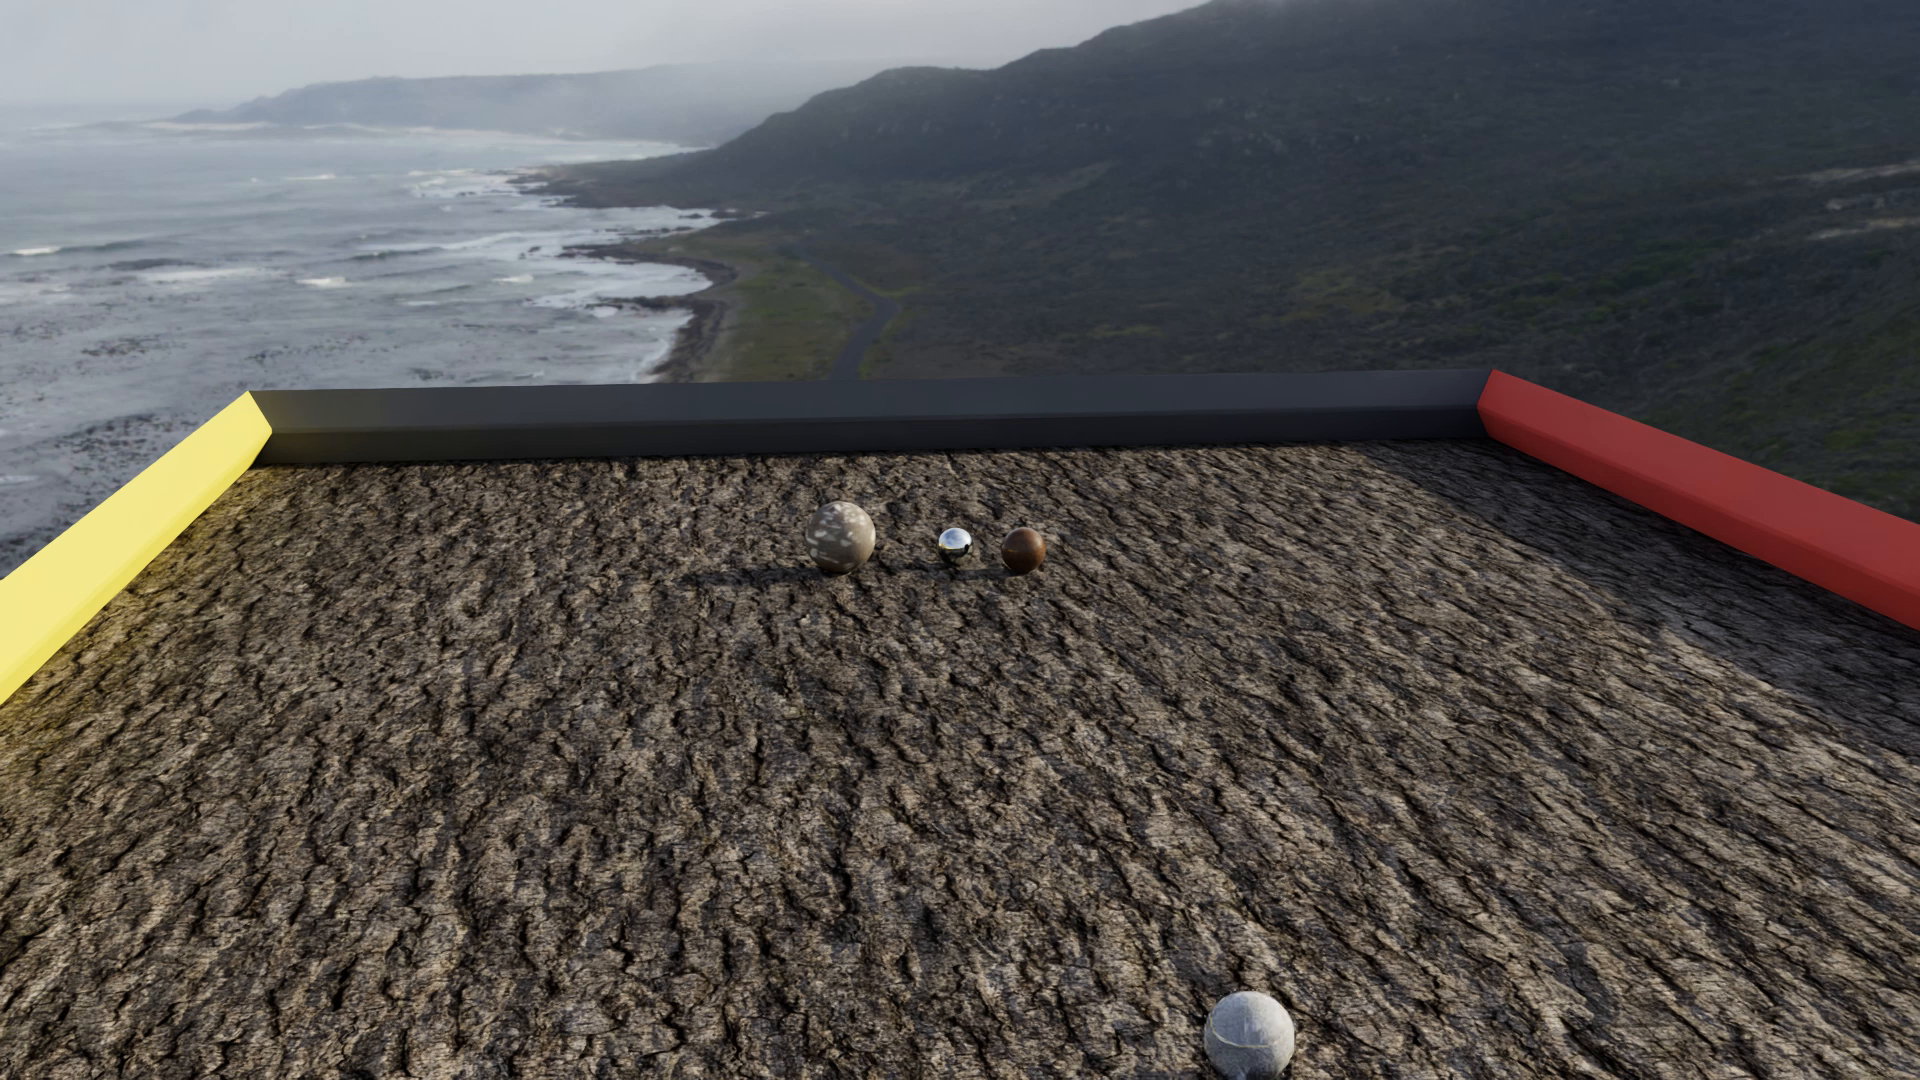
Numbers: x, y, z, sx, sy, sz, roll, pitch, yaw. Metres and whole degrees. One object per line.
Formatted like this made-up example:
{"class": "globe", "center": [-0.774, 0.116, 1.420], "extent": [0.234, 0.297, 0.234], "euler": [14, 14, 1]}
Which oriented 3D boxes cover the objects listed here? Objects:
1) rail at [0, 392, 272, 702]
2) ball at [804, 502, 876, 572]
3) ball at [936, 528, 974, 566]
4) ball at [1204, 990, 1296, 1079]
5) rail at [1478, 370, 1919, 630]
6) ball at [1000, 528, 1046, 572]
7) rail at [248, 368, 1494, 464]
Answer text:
{"class": "rail", "center": [-0.979, 0.201, 2.008], "extent": [0.045, 0.128, 3.832], "euler": [-2, 12, -7]}
{"class": "ball", "center": [-0.165, -0.004, 3.038], "extent": [0.099, 0.099, 0.099], "euler": [0, 12, 0]}
{"class": "ball", "center": [-0.006, 0.009, 3.083], "extent": [0.053, 0.053, 0.053], "euler": [0, 12, 0]}
{"class": "ball", "center": [0.199, 0.342, 1.513], "extent": [0.063, 0.063, 0.063], "euler": [0, 12, 0]}
{"class": "rail", "center": [1.225, 0.141, 2.287], "extent": [0.045, 0.128, 3.832], "euler": [-2, 12, -7]}
{"class": "ball", "center": [0.088, 0.014, 3.041], "extent": [0.063, 0.063, 0.063], "euler": [0, 12, 0]}
{"class": "rail", "center": [-0.120, -0.224, 3.982], "extent": [2.270, 0.128, 0.045], "euler": [-2, 12, -7]}
